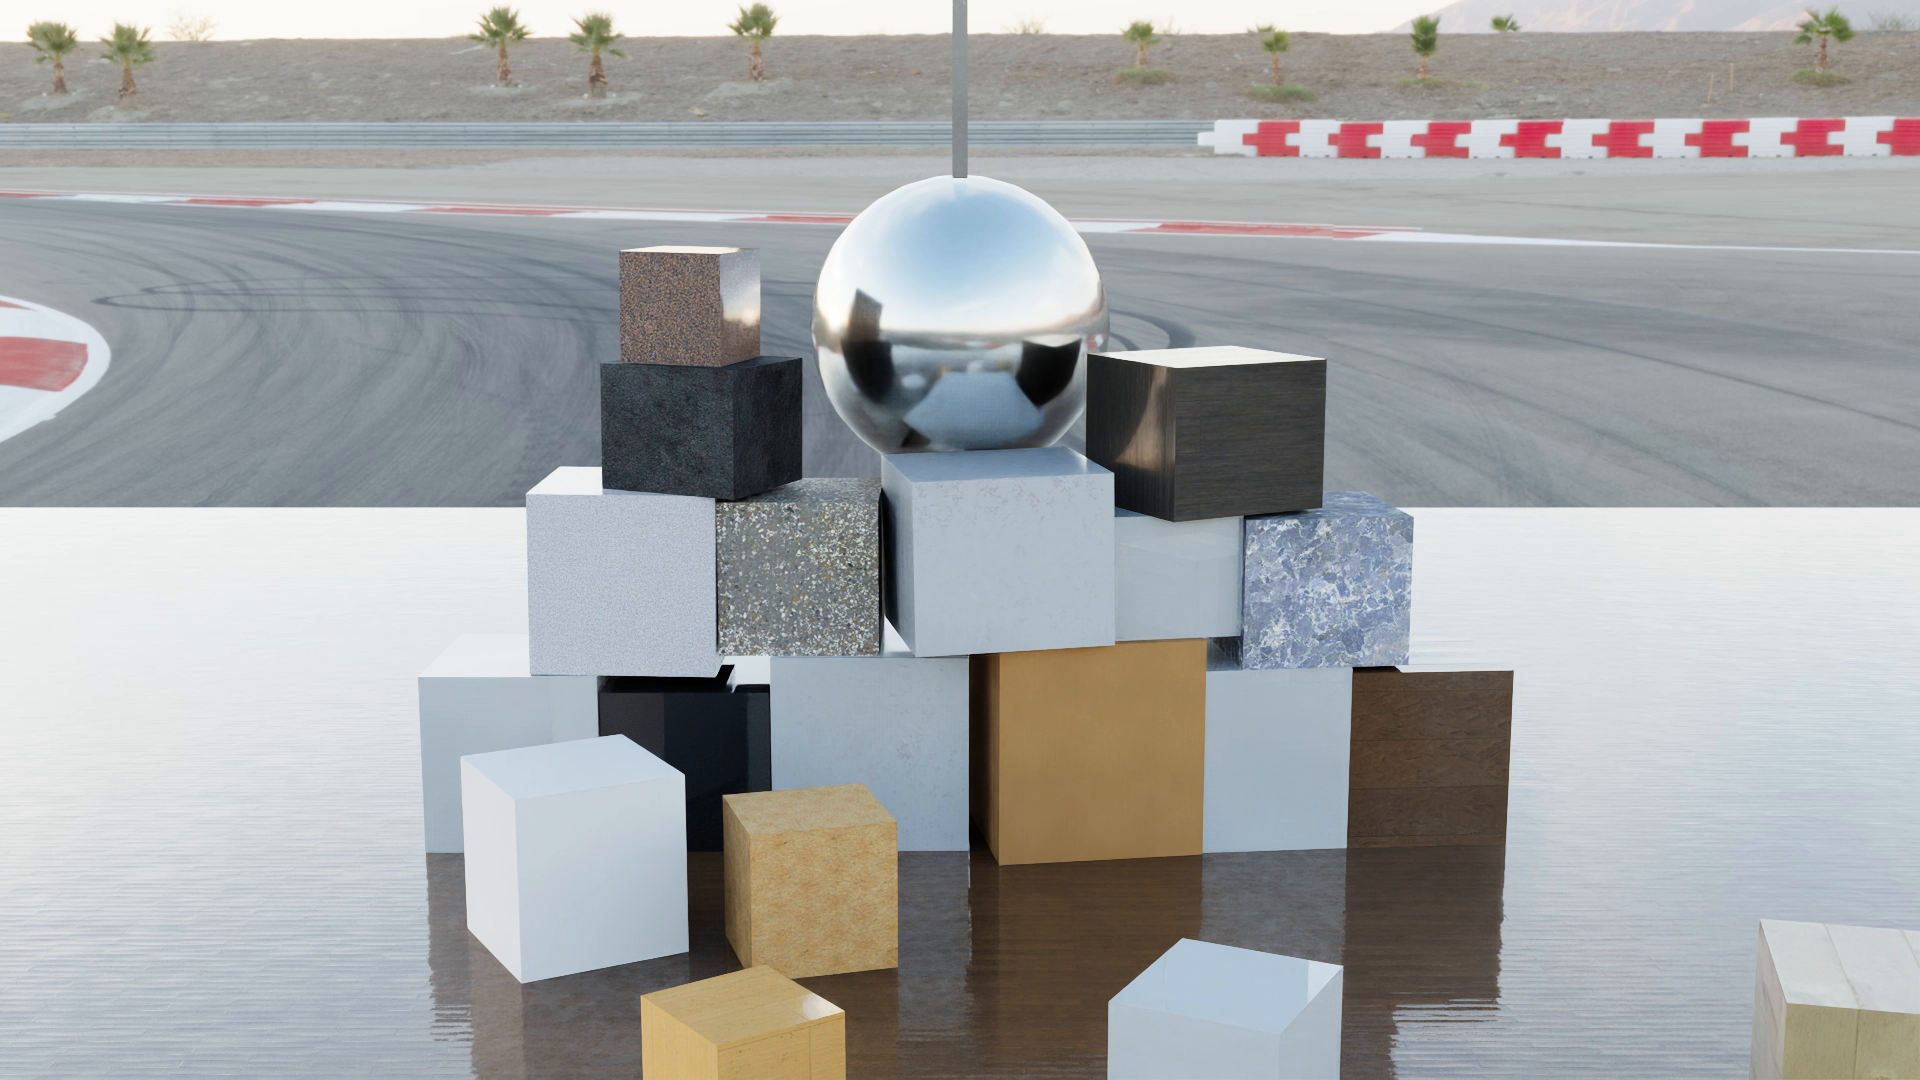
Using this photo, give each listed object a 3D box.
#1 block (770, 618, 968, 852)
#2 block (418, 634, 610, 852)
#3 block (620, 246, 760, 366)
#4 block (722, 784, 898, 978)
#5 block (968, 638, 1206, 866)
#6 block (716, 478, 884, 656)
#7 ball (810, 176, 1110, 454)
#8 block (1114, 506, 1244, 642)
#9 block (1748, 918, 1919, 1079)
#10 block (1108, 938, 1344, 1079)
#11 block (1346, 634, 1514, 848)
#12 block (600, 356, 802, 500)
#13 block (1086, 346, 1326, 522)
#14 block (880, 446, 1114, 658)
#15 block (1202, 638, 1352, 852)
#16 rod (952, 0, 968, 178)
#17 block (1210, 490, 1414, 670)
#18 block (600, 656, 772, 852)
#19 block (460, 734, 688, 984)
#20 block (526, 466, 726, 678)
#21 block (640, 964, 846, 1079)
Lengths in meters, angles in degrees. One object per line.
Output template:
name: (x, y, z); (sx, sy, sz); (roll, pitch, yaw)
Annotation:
block: (-0.449, 0.987, 11.374); (0.979, 0.988, 0.932); (0, 10, 0)
block: (-2.228, 1.032, 11.370); (0.880, 0.901, 0.956); (0, 10, 0)
block: (-1.338, -1.172, 10.952); (0.520, 0.546, 0.579); (3, 11, 14)
block: (-0.658, 1.483, 9.594); (0.637, 0.650, 0.600); (-3, 11, -17)
block: (0.627, 0.965, 11.210); (1.029, 1.091, 0.900); (-2, 10, -9)
block: (-0.796, 0.123, 11.215); (0.791, 0.768, 0.806); (0, 10, 0)
ball: (0.000, -1.135, 11.720); (1.600, 1.600, 1.600); (0, 10, 0)
block: (0.989, 0.118, 11.102); (0.673, 0.614, 0.727); (-2, 10, -11)
block: (3.107, 1.814, 7.376); (0.771, 0.792, 0.793); (3, 11, 14)
block: (0.916, 1.842, 7.566); (0.599, 0.668, 0.671); (5, 12, 27)
block: (2.321, 1.027, 11.393); (0.819, 0.903, 0.795); (-1, 10, -4)
block: (-1.286, -0.590, 11.026); (0.736, 0.624, 0.736); (5, 11, 22)
block: (1.219, -0.549, 10.988); (0.886, 0.739, 0.801); (-6, 12, -28)
block: (0.172, 0.037, 10.915); (0.976, 0.840, 0.949); (-3, 11, -11)
block: (1.529, 1.021, 11.349); (0.744, 0.930, 0.855); (-1, 10, -6)
rod: (0.000, -4.381, 10.707); (0.080, 5.200, 0.080); (0, 17, 0)
block: (1.762, 0.191, 11.227); (0.843, 0.748, 0.828); (-1, 10, -7)
block: (-1.360, 1.073, 11.381); (0.836, 0.817, 0.931); (0, 10, 0)
block: (-1.706, 1.383, 9.713); (0.758, 0.804, 0.759); (-6, 12, -29)
block: (-1.657, 0.145, 11.217); (0.918, 0.902, 0.904); (1, 10, 0)
block: (-0.754, 1.879, 7.652); (0.501, 0.565, 0.536); (-7, 13, -35)
